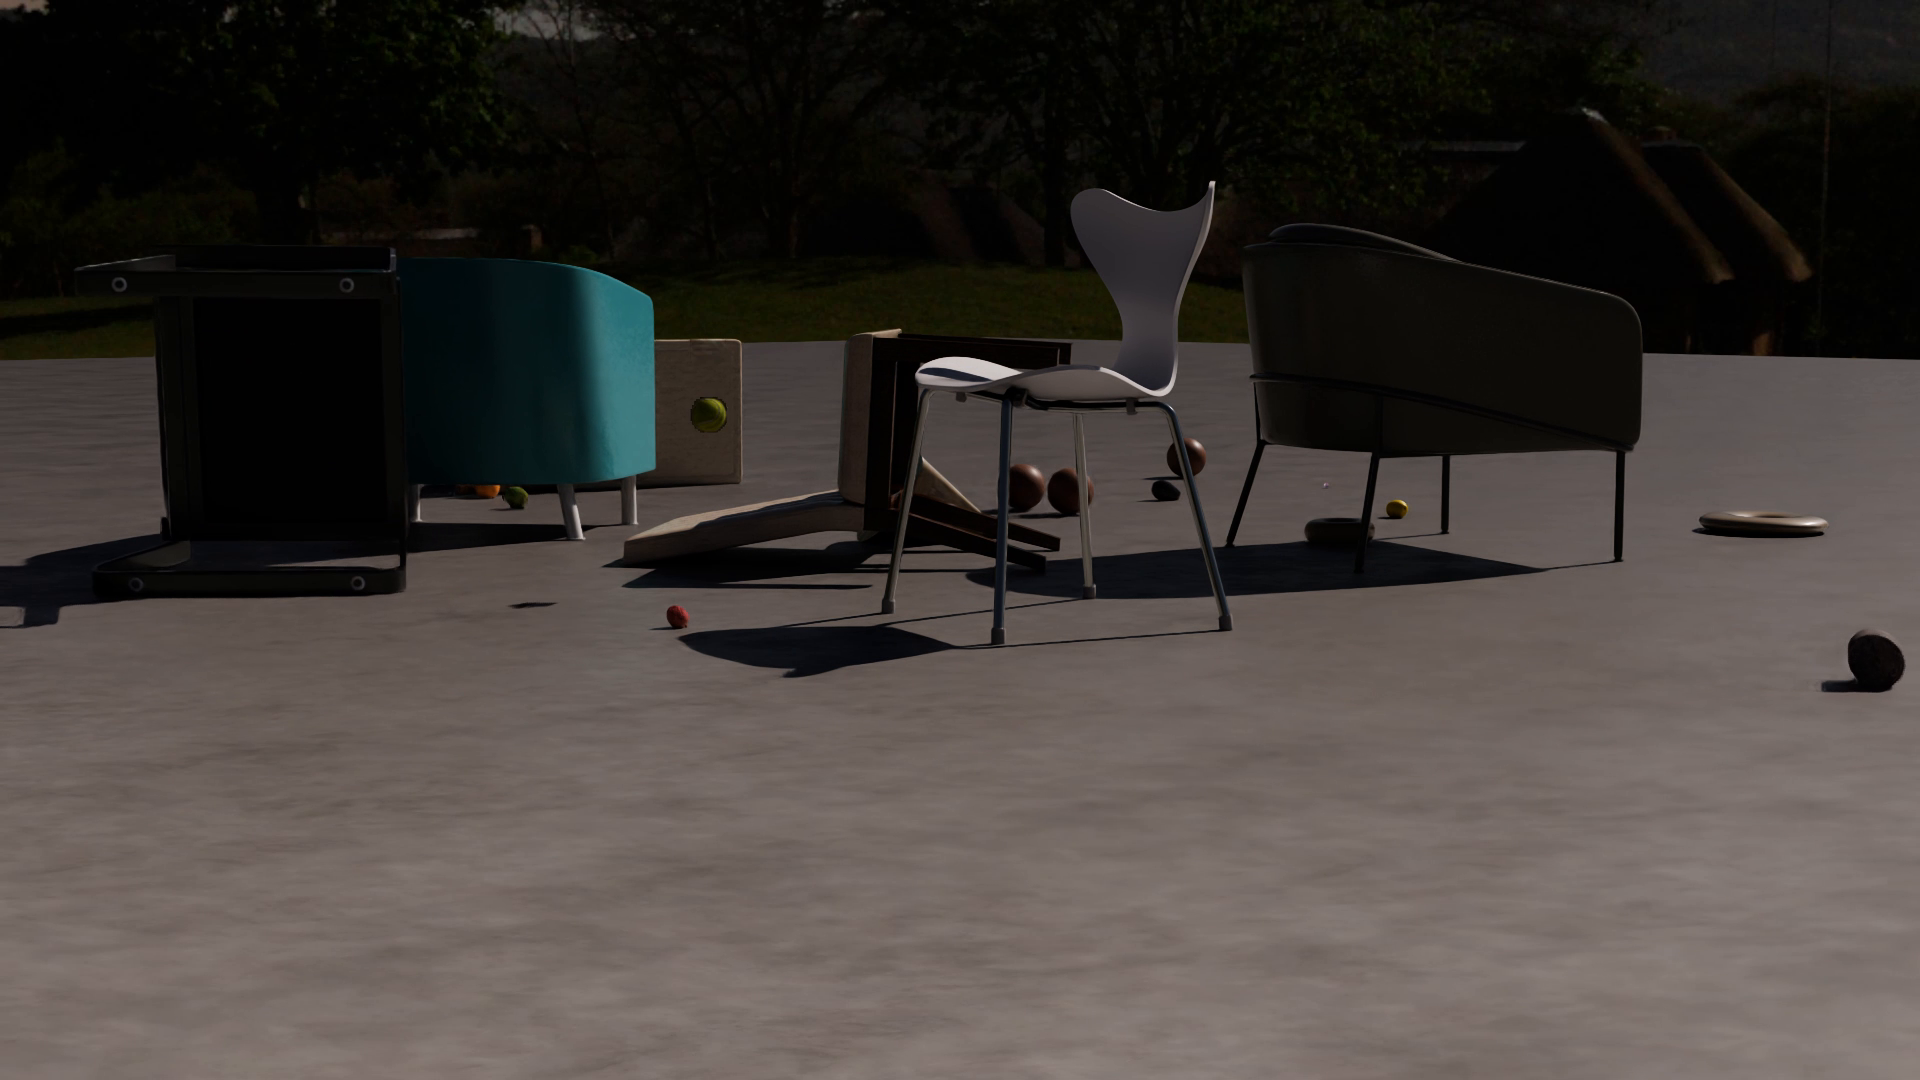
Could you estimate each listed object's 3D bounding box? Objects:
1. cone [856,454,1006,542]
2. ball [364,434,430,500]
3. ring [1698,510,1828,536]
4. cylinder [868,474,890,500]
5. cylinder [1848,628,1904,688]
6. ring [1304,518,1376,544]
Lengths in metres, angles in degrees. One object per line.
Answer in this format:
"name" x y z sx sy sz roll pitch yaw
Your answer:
"cone" -0.027 -0.054 6.382 0.351 0.131 0.315 18 -47 -28
"ball" -1.662 -0.216 7.573 0.191 0.191 0.191 0 6 0
"ring" 2.074 -0.044 6.622 0.322 0.045 0.315 4 7 30
"cylinder" -0.192 -0.123 7.058 0.111 0.113 0.063 -10 8 -10
"cylinder" 1.482 0.190 4.152 0.090 0.080 0.082 44 17 10
"ring" 0.940 -0.022 6.351 0.176 0.057 0.156 -1 7 -7
